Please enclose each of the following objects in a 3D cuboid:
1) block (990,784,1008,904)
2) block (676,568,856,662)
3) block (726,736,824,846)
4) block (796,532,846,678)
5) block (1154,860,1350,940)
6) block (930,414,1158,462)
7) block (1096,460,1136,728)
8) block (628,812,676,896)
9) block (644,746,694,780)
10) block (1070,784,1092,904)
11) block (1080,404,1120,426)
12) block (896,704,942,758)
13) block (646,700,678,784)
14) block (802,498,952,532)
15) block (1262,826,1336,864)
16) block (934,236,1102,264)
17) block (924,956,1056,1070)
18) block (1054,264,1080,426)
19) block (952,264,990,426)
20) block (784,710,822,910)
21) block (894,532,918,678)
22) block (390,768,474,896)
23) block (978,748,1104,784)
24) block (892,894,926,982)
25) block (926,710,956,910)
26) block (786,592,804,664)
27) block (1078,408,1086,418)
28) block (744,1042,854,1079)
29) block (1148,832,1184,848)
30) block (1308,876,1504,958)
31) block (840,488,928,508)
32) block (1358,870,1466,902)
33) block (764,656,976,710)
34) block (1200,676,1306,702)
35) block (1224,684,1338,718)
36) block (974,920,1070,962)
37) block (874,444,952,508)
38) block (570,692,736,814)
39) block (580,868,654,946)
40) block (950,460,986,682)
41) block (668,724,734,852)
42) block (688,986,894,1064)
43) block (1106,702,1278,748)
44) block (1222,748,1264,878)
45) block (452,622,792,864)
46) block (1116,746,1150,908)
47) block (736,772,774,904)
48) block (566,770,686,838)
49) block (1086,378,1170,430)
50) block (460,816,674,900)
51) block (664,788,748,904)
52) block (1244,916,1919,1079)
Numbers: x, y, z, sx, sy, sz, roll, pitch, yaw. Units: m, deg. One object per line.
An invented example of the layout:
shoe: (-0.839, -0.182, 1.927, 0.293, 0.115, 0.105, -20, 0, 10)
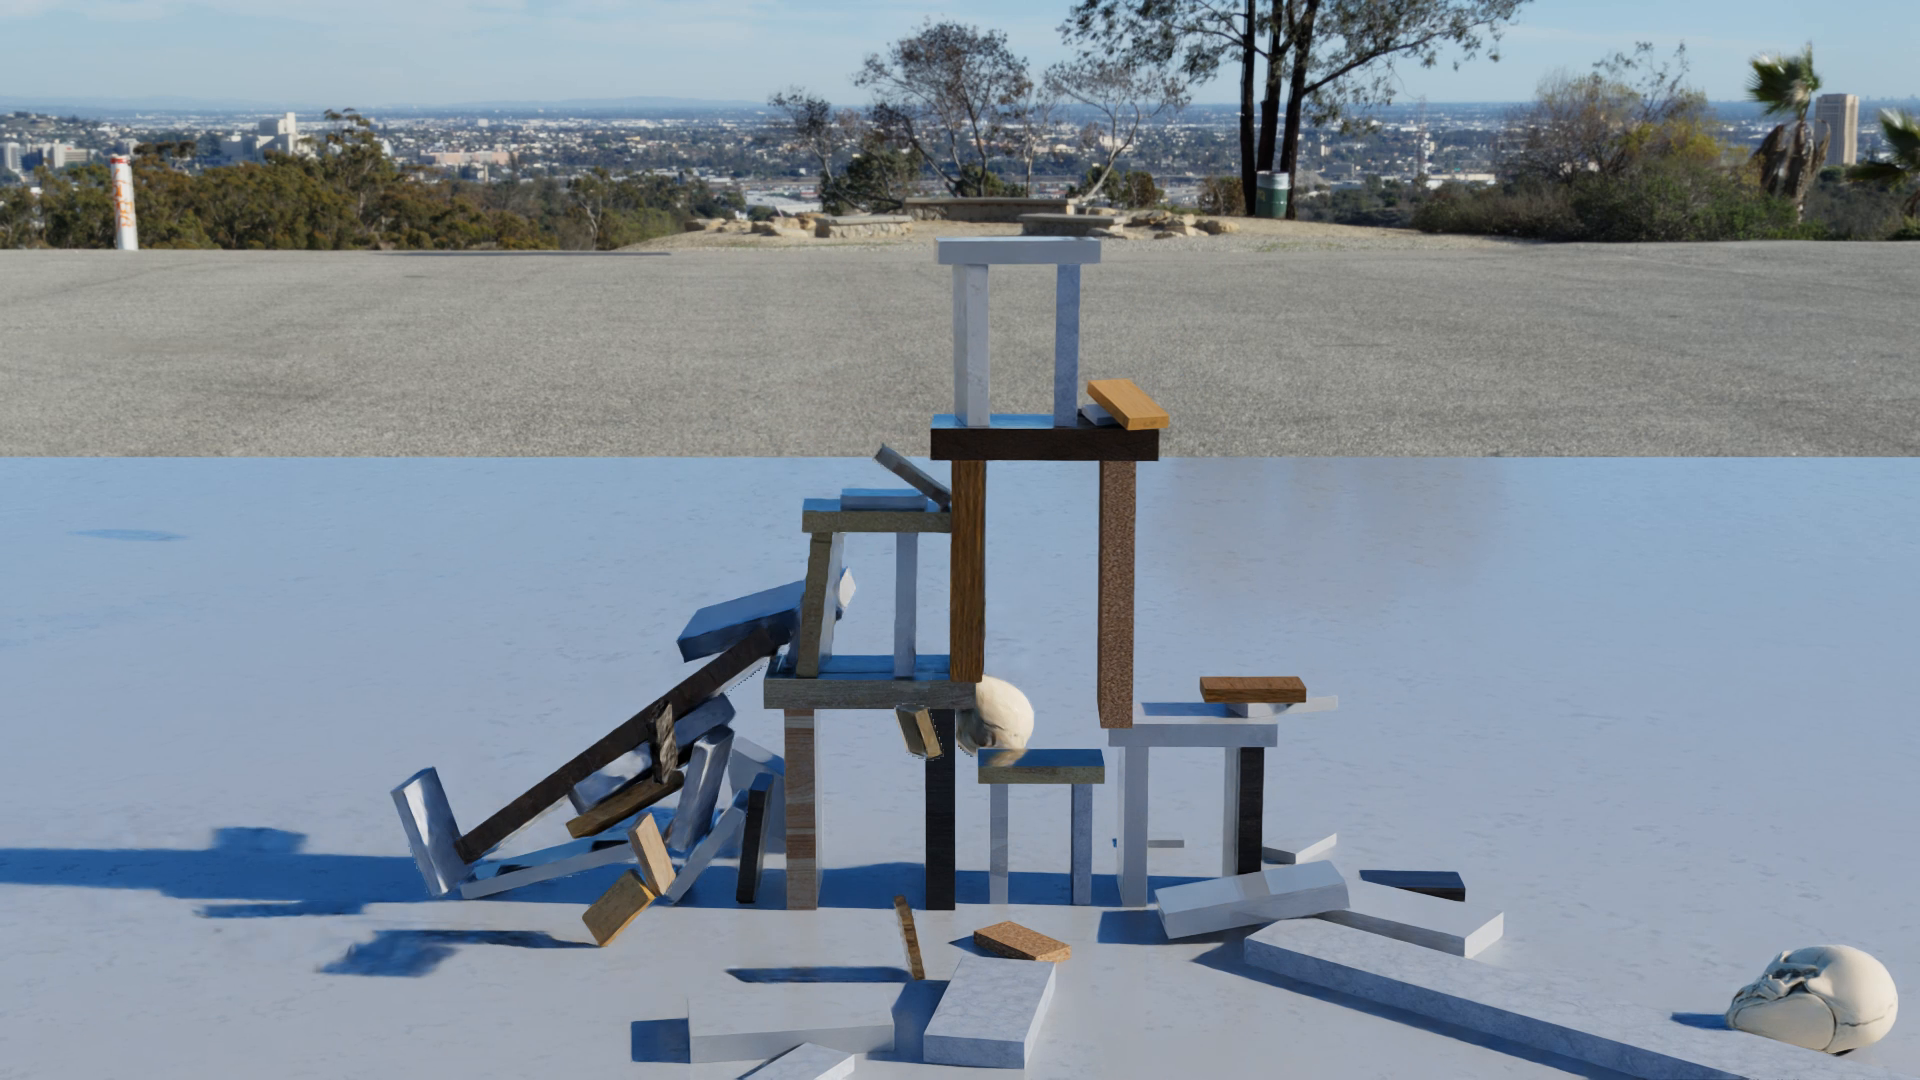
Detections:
block: (0.064, 0.489, 3.650, 0.029, 0.206, 0.103, 0, 11, 0)
block: (-0.331, 0.128, 3.771, 0.287, 0.041, 0.144, -16, 17, 14)
block: (-0.341, 0.458, 3.982, 0.040, 0.140, 0.280, -17, 18, -28)
block: (-0.225, 0.093, 3.571, 0.034, 0.237, 0.118, 9, 12, 7)
block: (0.462, 0.571, 3.501, 0.288, 0.041, 0.144, -10, 6, 0)
block: (0.134, -0.165, 3.522, 0.356, 0.050, 0.178, 0, 11, 1)
block: (0.253, 0.073, 3.565, 0.050, 0.432, 0.178, 0, 11, 1)
block: (-0.479, 0.488, 3.418, 0.017, 0.117, 0.059, -12, 18, 20)
block: (-0.469, 0.371, 3.682, 0.119, 0.017, 0.059, -27, -8, -43)
block: (0.201, 0.489, 3.650, 0.029, 0.206, 0.103, 0, 11, 0)
block: (0.247, -0.201, 3.485, 0.098, 0.014, 0.049, -6, 30, -27)
block: (-0.062, 0.281, 3.234, 0.020, 0.069, 0.139, -19, 3, -13)
block: (-0.471, 0.320, 3.481, 0.017, 0.119, 0.059, 6, 31, 15)
block: (-0.133, -0.039, 3.541, 0.237, 0.034, 0.118, 0, 11, -2)
block: (0.598, 0.539, 3.888, 0.072, 0.021, 0.145, 8, 13, 37)
block: (0.088, -0.457, 3.471, 0.253, 0.036, 0.126, -1, 11, -4)
block: (0.046, 0.669, 3.133, 0.140, 0.040, 0.296, 2, 11, 10)
block: (0.170, -0.314, 3.494, 0.036, 0.253, 0.126, 1, 11, 2)
block: (0.017, -0.315, 3.497, 0.036, 0.253, 0.126, -2, 11, -9)
block: (-0.258, 0.422, 3.642, 0.048, 0.339, 0.170, 0, 11, 0)
block: (-0.087, 0.093, 3.571, 0.034, 0.237, 0.118, 1, 10, -1)
block: (-0.873, 0.483, 3.642, 0.027, 0.189, 0.095, -13, 12, 23)
block: (0.133, 0.373, 3.628, 0.206, 0.029, 0.103, 0, 11, 0)
block: (-0.076, 0.595, 3.291, 0.017, 0.117, 0.058, -15, 26, -9)
block: (-0.032, 0.422, 3.642, 0.048, 0.339, 0.170, 0, 11, 0)
block: (-0.258, 0.142, 3.625, 0.017, 0.119, 0.059, 15, 11, 8)
block: (0.232, -0.202, 3.547, 0.049, 0.014, 0.098, -5, 12, -24)
block: (-0.290, 0.736, 2.819, 0.080, 0.023, 0.426, 6, 12, 31)
block: (0.349, 0.535, 3.927, 0.098, 0.014, 0.049, 0, 11, 0)
block: (0.699, 0.601, 3.499, 0.288, 0.041, 0.144, 8, 13, 36)
block: (-0.122, -0.067, 3.546, 0.139, 0.020, 0.069, 0, 11, -2)
block: (0.754, 0.577, 3.673, 0.165, 0.023, 0.082, 1, 11, 3)
block: (-0.145, 0.232, 3.606, 0.339, 0.048, 0.170, 0, 11, 0)
block: (0.482, 0.246, 3.622, 0.165, 0.023, 0.082, 0, 10, 0)
block: (0.532, 0.267, 3.641, 0.165, 0.023, 0.082, -4, 11, -20)
block: (0.096, 0.628, 3.411, 0.072, 0.021, 0.145, -9, 14, -39)
block: (-0.075, -0.104, 3.540, 0.139, 0.020, 0.069, 35, 8, -7)
block: (-0.509, 0.357, 3.639, 0.287, 0.041, 0.144, -32, -5, -19)
block: (-0.532, 0.572, 3.421, 0.059, 0.117, 0.017, 51, 17, 19)
block: (0.014, 0.035, 3.558, 0.050, 0.356, 0.178, 1, 11, 2)
block: (-0.424, 0.407, 3.611, 0.027, 0.194, 0.097, 22, 21, 14)
block: (-0.239, 0.678, 3.084, 0.280, 0.040, 0.140, -2, 11, -8)
block: (0.377, 0.303, 3.616, 0.273, 0.039, 0.136, 0, 11, 1)
block: (0.469, 0.455, 3.651, 0.039, 0.273, 0.136, -1, 11, -3)
block: (-0.553, 0.333, 3.630, 0.633, 0.041, 0.144, -35, -4, 7)
block: (0.286, 0.456, 3.646, 0.039, 0.273, 0.136, 0, 11, -1)
block: (-0.340, 0.494, 3.652, 0.027, 0.194, 0.097, 8, 11, 2)
block: (-0.549, 0.436, 3.633, 0.189, 0.027, 0.095, -29, -11, 6)
block: (0.266, -0.215, 3.480, 0.072, 0.021, 0.145, -5, 29, -24)
block: (-0.650, 0.530, 3.660, 0.355, 0.027, 0.095, -15, 9, 6)
block: (-0.416, 0.506, 3.650, 0.027, 0.194, 0.097, 37, 10, -3)
block: (0.874, 0.678, 3.081, 1.037, 0.041, 0.144, 9, 14, 40)
